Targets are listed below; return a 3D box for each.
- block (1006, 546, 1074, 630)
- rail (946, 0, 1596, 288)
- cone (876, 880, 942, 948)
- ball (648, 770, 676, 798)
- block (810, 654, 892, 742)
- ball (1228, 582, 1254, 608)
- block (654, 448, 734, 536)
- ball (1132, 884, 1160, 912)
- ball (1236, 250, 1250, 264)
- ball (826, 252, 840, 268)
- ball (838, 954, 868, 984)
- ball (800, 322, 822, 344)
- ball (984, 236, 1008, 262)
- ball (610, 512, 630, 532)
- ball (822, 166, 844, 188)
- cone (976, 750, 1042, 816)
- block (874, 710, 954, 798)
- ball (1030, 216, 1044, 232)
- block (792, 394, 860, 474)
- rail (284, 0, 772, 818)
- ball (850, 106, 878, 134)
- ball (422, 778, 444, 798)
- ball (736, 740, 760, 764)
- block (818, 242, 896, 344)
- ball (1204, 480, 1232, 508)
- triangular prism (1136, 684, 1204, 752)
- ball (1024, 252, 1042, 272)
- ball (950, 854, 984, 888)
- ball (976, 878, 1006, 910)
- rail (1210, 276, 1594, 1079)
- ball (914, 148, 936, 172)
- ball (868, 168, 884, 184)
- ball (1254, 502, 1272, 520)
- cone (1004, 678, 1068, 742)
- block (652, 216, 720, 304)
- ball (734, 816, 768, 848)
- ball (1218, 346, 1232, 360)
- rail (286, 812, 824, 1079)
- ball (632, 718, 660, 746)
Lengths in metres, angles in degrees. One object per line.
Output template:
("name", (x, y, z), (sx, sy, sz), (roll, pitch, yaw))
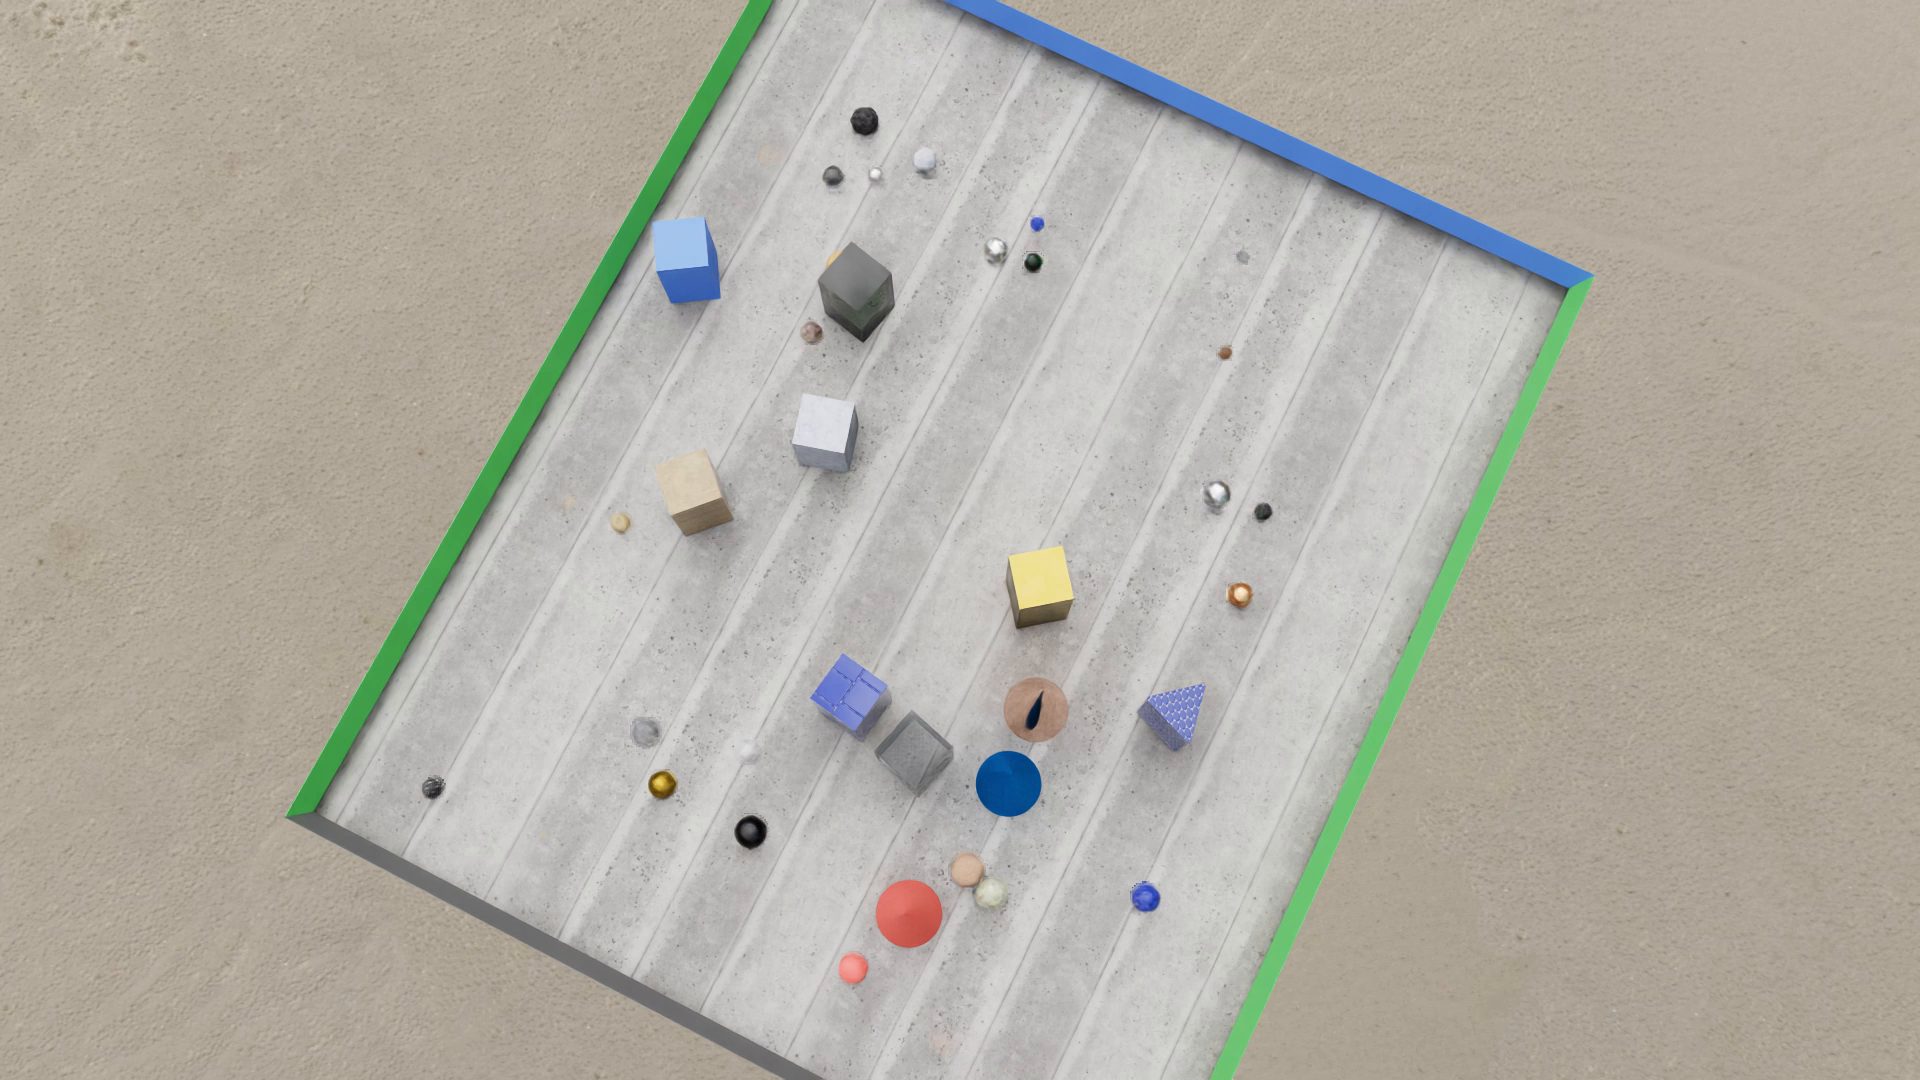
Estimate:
("block", (0.231, 0.143, 5.400), (0.157, 0.366, 0.157), (-11, 79, -2))
("rail", (0.713, -1.390, 5.838), (2.769, 0.127, 0.045), (26, 80, 5))
("cone", (-0.150, 1.057, 5.186), (0.196, 0.415, 0.196), (0, 78, 0))
("ball", (-0.883, 0.724, 5.425), (0.081, 0.081, 0.081), (0, 78, 0))
("block", (-0.313, 0.463, 5.334), (0.157, 0.366, 0.157), (35, 80, 7))
("ball", (0.849, 0.166, 5.543), (0.076, 0.076, 0.076), (0, 78, 0))
("block", (-0.794, -0.139, 5.489), (0.157, 0.307, 0.157), (-20, 79, -4))
("ball", (0.544, 1.048, 5.358), (0.082, 0.082, 0.082), (0, 78, 0))
("ball", (0.892, -0.892, 5.780), (0.041, 0.041, 0.041), (0, 78, 0))
("ball", (-0.375, -0.857, 5.740), (0.094, 0.094, 0.094), (0, 78, 0))
("ball", (-0.311, 1.244, 5.315), (0.086, 0.086, 0.086), (0, 78, 0))
("ball", (-0.464, -0.647, 5.715), (0.069, 0.069, 0.069), (0, 78, 0))
("ball", (0.113, -0.914, 5.765), (0.079, 0.079, 0.079), (0, 78, 0))
("ball", (-1.037, -0.053, 5.596), (0.063, 0.063, 0.063), (0, 78, 0))
("ball", (-0.403, -1.154, 5.821), (0.068, 0.068, 0.068), (0, 78, 0))
("cone", (0.145, 0.690, 5.290), (0.196, 0.361, 0.196), (0, 78, 0))
("block", (-0.129, 0.622, 5.294), (0.157, 0.379, 0.157), (41, 81, 8))
("ball", (0.245, -1.000, 5.800), (0.046, 0.046, 0.046), (0, 78, 0))
("block", (-0.405, -0.321, 5.555), (0.157, 0.250, 0.157), (11, 79, 2))
("rail", (-1.217, -0.589, 5.672), (0.045, 0.127, 3.238), (26, 80, 5))
("ball", (-0.304, -1.338, 5.849), (0.088, 0.088, 0.088), (0, 78, 0))
("ball", (-1.563, 0.736, 5.432), (0.063, 0.063, 0.063), (0, 78, 0))
("ball", (-0.629, 0.631, 5.449), (0.072, 0.072, 0.072), (0, 78, 0))
("block", (-0.314, -0.756, 5.617), (0.157, 0.306, 0.157), (39, 81, 7))
("ball", (0.787, -0.143, 5.602), (0.086, 0.086, 0.086), (0, 78, 0))
("triangular prism", (0.642, 0.492, 5.350), (0.147, 0.322, 0.170), (-43, 81, -8))
("ball", (0.229, -0.874, 5.767), (0.059, 0.059, 0.059), (0, 78, 0))
("ball", (0.022, 0.968, 5.366), (0.098, 0.098, 0.098), (0, 78, 0))
("ball", (0.090, 1.036, 5.355), (0.093, 0.093, 0.093), (0, 78, 0))
("rail", (1.217, 0.603, 5.426), (0.045, 0.127, 3.238), (26, 80, 5))
("ball", (-0.111, -1.209, 5.829), (0.075, 0.075, 0.075), (0, 78, 0))
("ball", (-0.268, -1.159, 5.830), (0.053, 0.053, 0.053), (0, 78, 0))
("ball", (0.927, -0.087, 5.606), (0.056, 0.056, 0.056), (0, 78, 0))
("cone", (0.229, 0.461, 5.273), (0.196, 0.486, 0.196), (0, 78, 0))
("block", (-0.840, -0.859, 5.643), (0.157, 0.296, 0.157), (-6, 78, -1))
("ball", (-0.615, 0.859, 5.390), (0.096, 0.096, 0.096), (0, 78, 0))
("ball", (0.828, -0.583, 5.716), (0.041, 0.041, 0.041), (0, 78, 0))
("rail", (-0.713, 1.404, 5.260), (2.769, 0.127, 0.045), (26, 80, 5))
("ball", (-0.933, 0.573, 5.455), (0.084, 0.084, 0.084), (0, 78, 0))
